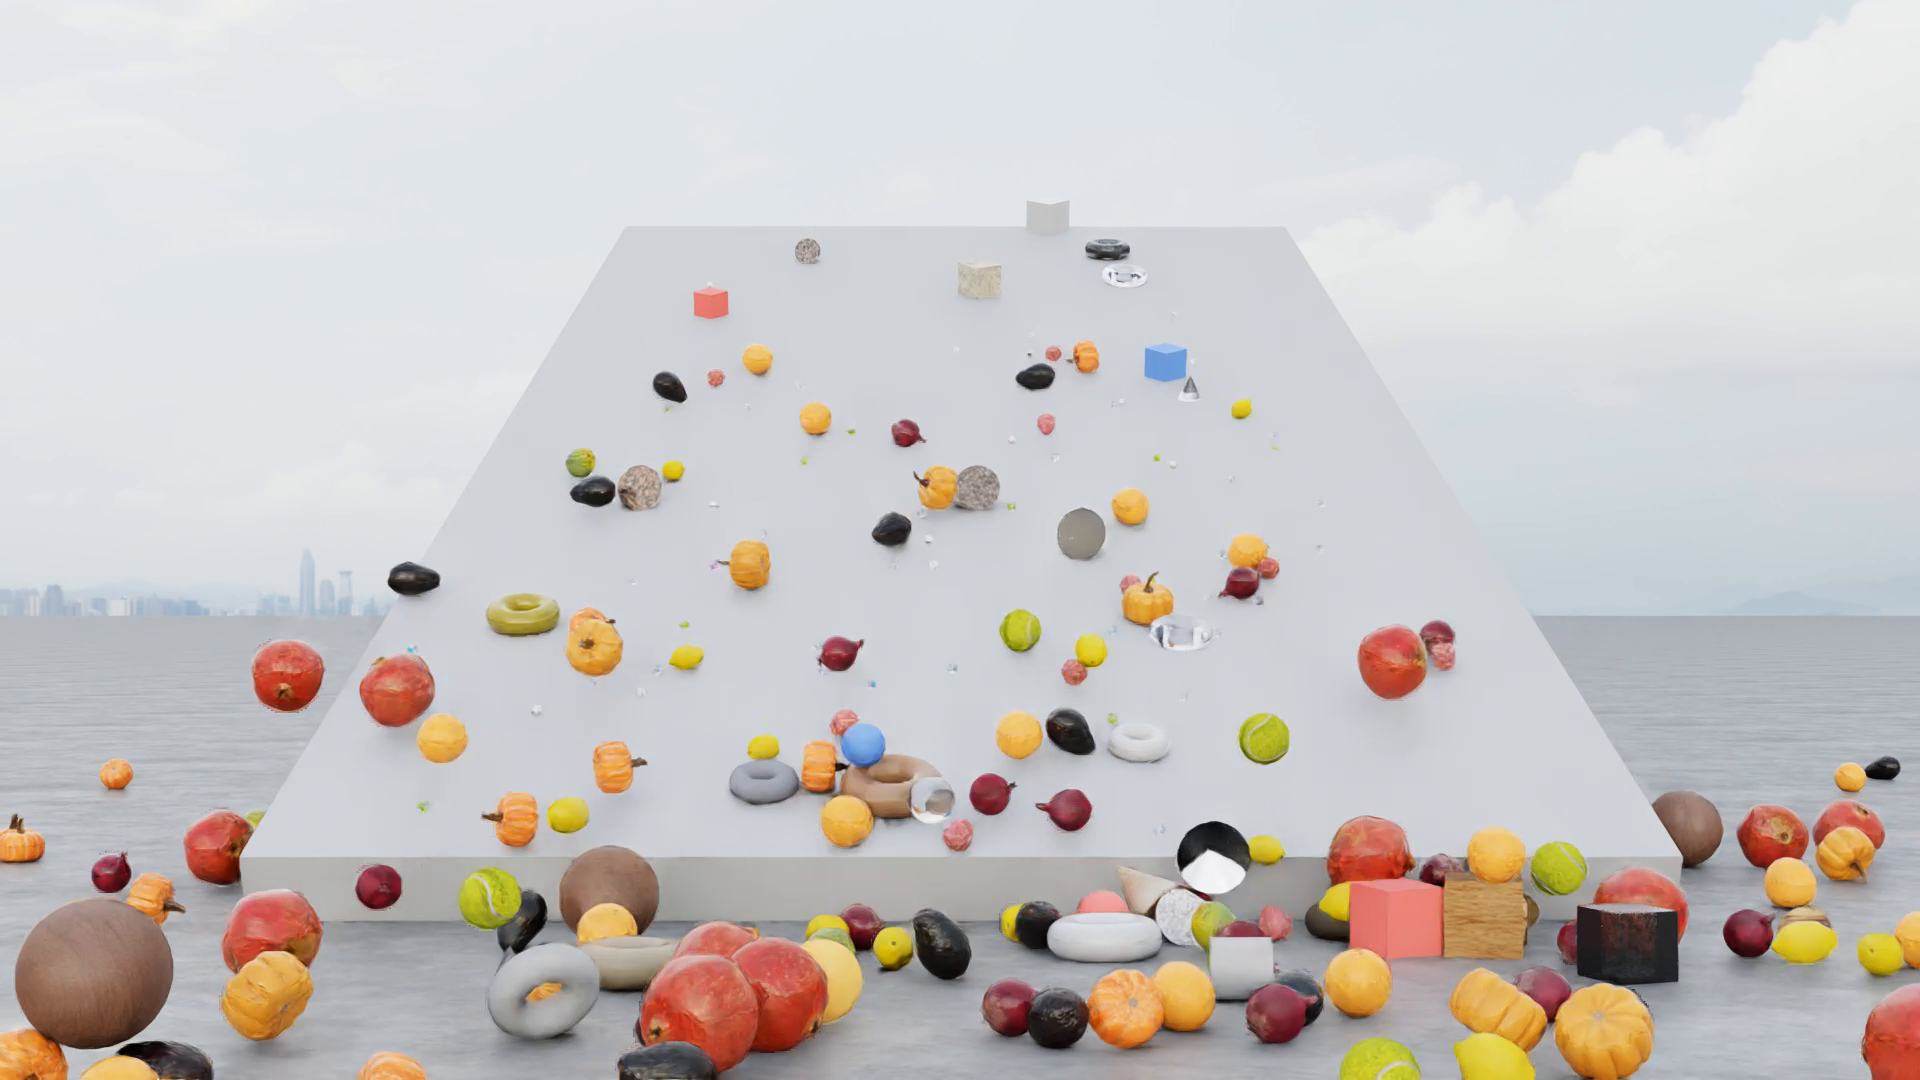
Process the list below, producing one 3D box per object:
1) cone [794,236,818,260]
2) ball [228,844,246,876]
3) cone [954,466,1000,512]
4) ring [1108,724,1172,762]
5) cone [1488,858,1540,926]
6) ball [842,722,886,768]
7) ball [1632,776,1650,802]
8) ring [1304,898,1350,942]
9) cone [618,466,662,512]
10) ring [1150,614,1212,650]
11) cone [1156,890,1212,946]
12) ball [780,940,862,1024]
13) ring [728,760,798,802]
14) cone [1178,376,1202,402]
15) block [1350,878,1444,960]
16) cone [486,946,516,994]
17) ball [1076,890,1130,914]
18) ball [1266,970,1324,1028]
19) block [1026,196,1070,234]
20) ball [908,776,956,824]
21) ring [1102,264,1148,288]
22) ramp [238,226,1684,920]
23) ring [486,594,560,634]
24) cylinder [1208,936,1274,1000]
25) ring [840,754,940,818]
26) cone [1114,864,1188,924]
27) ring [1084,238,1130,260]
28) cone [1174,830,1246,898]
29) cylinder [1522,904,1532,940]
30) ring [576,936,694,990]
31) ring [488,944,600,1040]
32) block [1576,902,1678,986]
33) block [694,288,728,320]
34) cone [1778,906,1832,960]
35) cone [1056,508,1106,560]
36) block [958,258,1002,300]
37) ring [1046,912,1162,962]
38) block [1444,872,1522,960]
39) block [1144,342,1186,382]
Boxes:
[{"bbox_3d":[-0.428,-0.815,6.475,0.074,0.074,0.074,0,-20,15],"label":"cone"},{"bbox_3d":[-1.171,0.524,3.715,0.050,0.050,0.050,0,-2,0],"label":"ball"},{"bbox_3d":[0.038,-0.097,4.531,0.092,0.092,0.092,0,-6,6],"label":"cone"},{"bbox_3d":[0.272,0.308,3.455,0.098,0.033,0.098,1,19,0],"label":"ring"},{"bbox_3d":[0.719,0.460,3.029,0.096,0.096,0.096,0,41,8],"label":"cone"},{"bbox_3d":[-0.140,0.297,3.297,0.065,0.065,0.065,0,-2,0],"label":"ball"},{"bbox_3d":[1.420,0.542,4.808,0.081,0.081,0.081,0,-2,0],"label":"ball"},{"bbox_3d":[0.528,0.505,3.027,0.135,0.045,0.135,-3,-2,0],"label":"ring"},{"bbox_3d":[-0.623,-0.097,4.527,0.092,0.092,0.092,0,-7,12],"label":"cone"},{"bbox_3d":[0.375,0.156,3.858,0.108,0.036,0.108,1,20,0],"label":"ring"},{"bbox_3d":[0.279,0.509,2.984,0.078,0.078,0.078,1,-28,-20],"label":"cone"},{"bbox_3d":[-0.145,0.462,2.377,0.087,0.087,0.087,0,-2,0],"label":"ball"},{"bbox_3d":[-0.288,0.353,3.327,0.103,0.034,0.103,1,20,0],"label":"ring"},{"bbox_3d":[0.527,-0.351,5.196,0.055,0.055,0.055,0,20,0],"label":"cone"},{"bbox_3d":[0.554,0.479,2.882,0.085,0.085,0.085,0,0,-24],"label":"block"},{"bbox_3d":[-0.512,0.487,2.583,0.055,0.055,0.055,0,-2,0],"label":"cone"},{"bbox_3d":[0.186,0.491,2.956,0.070,0.070,0.070,0,-2,0],"label":"ball"},{"bbox_3d":[0.349,0.478,2.365,0.060,0.060,0.060,0,-2,0],"label":"ball"},{"bbox_3d":[0.264,-0.976,6.829,0.092,0.092,0.092,17,26,38],"label":"block"},{"bbox_3d":[-0.039,0.363,3.174,0.066,0.066,0.066,0,-2,0],"label":"ball"},{"bbox_3d":[0.451,-0.724,6.222,0.124,0.041,0.124,3,23,-1],"label":"ring"},{"bbox_3d":[-0.005,-0.210,5.038,2.000,0.100,4.000,0,20,0],"label":"ramp"},{"bbox_3d":[-0.754,0.127,3.922,0.128,0.043,0.128,1,20,0],"label":"ring"},{"bbox_3d":[0.313,0.478,2.536,0.068,0.068,0.068,1,-2,5],"label":"cylinder"},{"bbox_3d":[-0.099,0.356,3.298,0.150,0.050,0.150,1,19,0],"label":"ring"},{"bbox_3d":[0.236,0.462,3.019,0.094,0.094,0.094,43,22,28],"label":"cone"},{"bbox_3d":[0.424,-0.835,6.519,0.131,0.044,0.131,1,19,0],"label":"ring"},{"bbox_3d":[0.343,0.428,3.121,0.099,0.099,0.099,0,12,6],"label":"cone"},{"bbox_3d":[0.706,0.497,2.956,0.059,0.059,0.059,-17,-7,17],"label":"cylinder"},{"bbox_3d":[-0.382,0.493,2.647,0.143,0.048,0.143,1,-2,0],"label":"ring"},{"bbox_3d":[-0.418,0.455,2.286,0.115,0.115,0.038,1,32,-28],"label":"ring"},{"bbox_3d":[0.788,0.476,2.684,0.082,0.082,0.082,1,-2,-20],"label":"block"},{"bbox_3d":[-0.646,-0.614,5.891,0.062,0.062,0.062,15,25,35],"label":"block"},{"bbox_3d":[1.076,0.507,2.858,0.070,0.070,0.070,-2,-29,46],"label":"cone"},{"bbox_3d":[0.245,-0.004,4.276,0.098,0.098,0.098,-1,-9,24],"label":"cone"},{"bbox_3d":[0.053,-0.700,6.095,0.084,0.084,0.084,-12,24,-30],"label":"block"},{"bbox_3d":[0.181,0.499,2.851,0.145,0.048,0.145,-1,-1,0],"label":"ring"},{"bbox_3d":[0.664,0.475,2.885,0.096,0.096,0.096,0,-2,12],"label":"block"},{"bbox_3d":[0.485,-0.419,5.360,0.069,0.069,0.069,-16,26,-37],"label":"block"}]
